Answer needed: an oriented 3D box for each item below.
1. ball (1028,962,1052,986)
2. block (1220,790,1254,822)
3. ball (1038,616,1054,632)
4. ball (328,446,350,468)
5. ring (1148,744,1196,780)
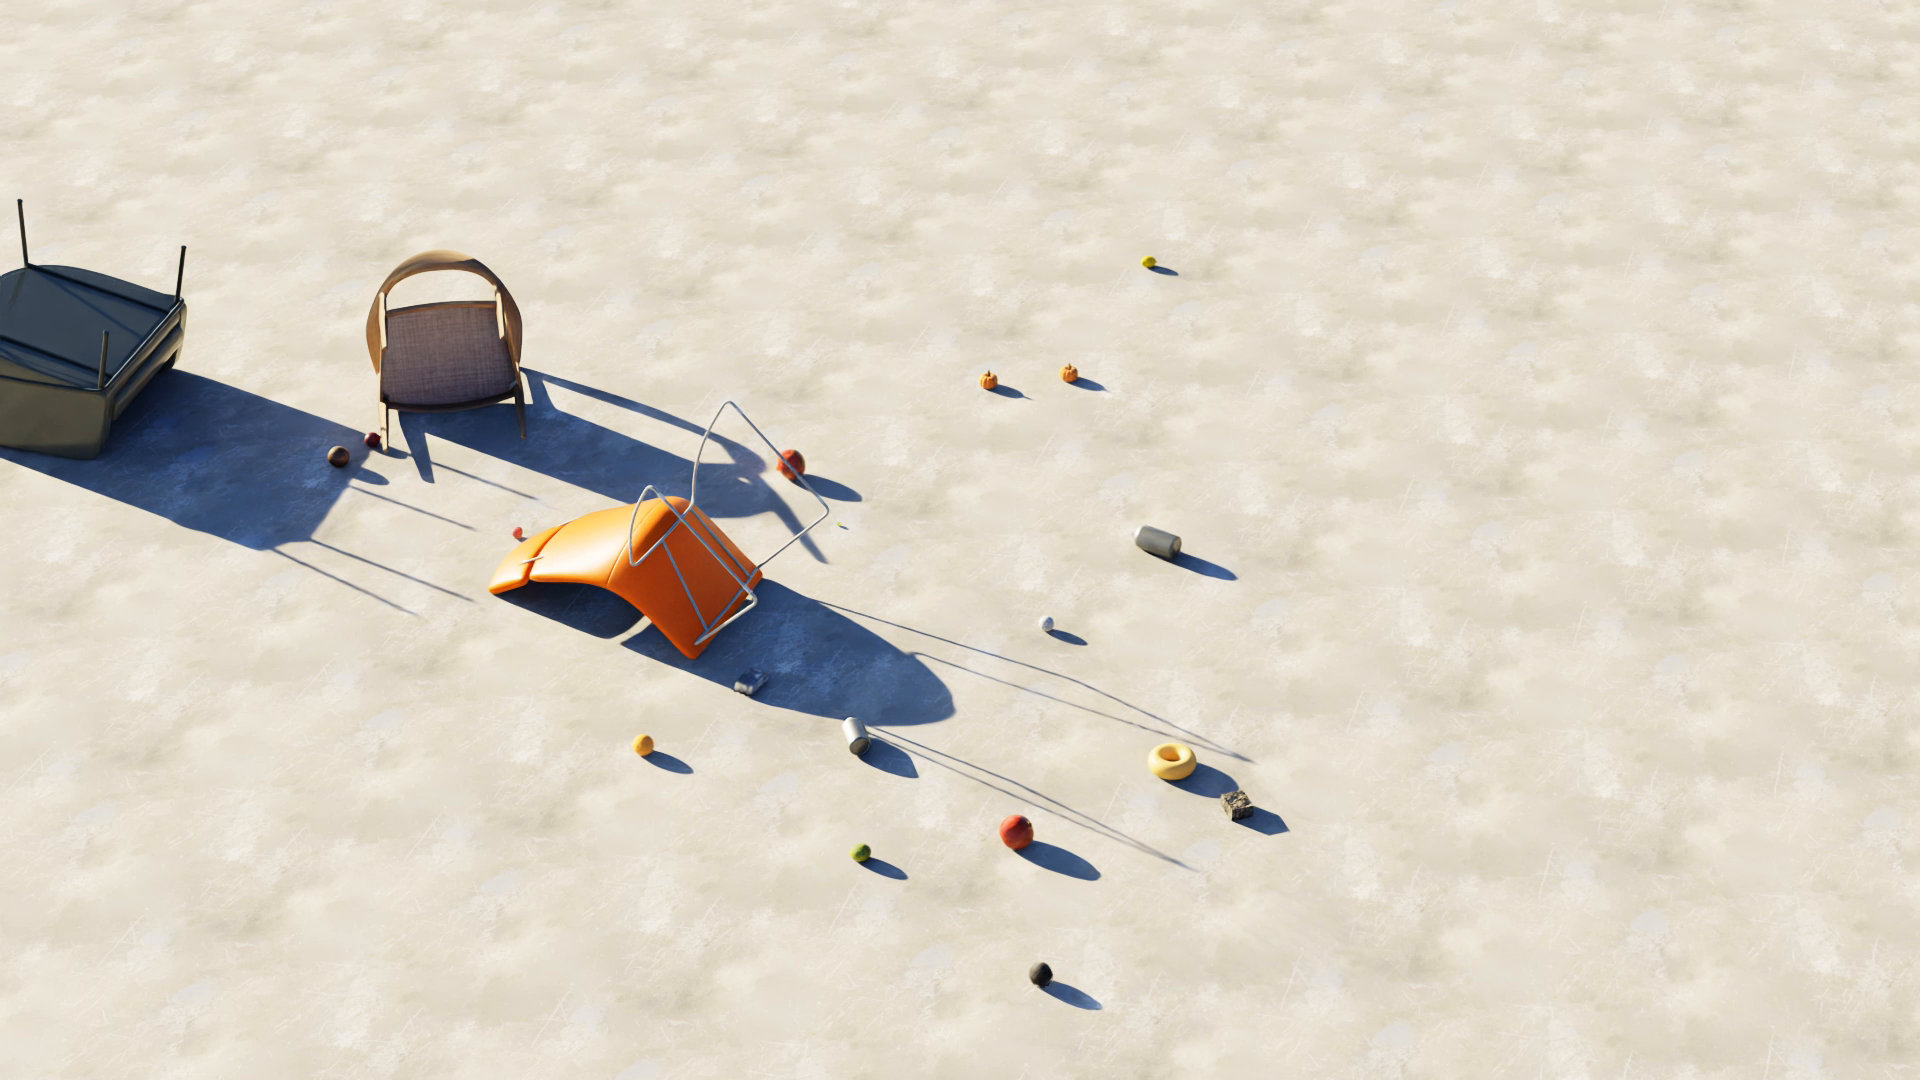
[{"bbox_3d":[0.244,1.314,8.884,0.072,0.072,0.072,0,33,0],"label":"ball"},{"bbox_3d":[0.906,0.868,9.584,0.076,0.047,0.086,-11,35,-16],"label":"block"},{"bbox_3d":[0.309,0.297,10.441,0.057,0.057,0.057,0,33,0],"label":"ball"},{"bbox_3d":[-2.407,-0.323,11.359,0.083,0.083,0.083,0,33,0],"label":"ball"},{"bbox_3d":[0.708,0.738,9.769,0.162,0.063,0.160,-2,33,-1],"label":"ring"}]
